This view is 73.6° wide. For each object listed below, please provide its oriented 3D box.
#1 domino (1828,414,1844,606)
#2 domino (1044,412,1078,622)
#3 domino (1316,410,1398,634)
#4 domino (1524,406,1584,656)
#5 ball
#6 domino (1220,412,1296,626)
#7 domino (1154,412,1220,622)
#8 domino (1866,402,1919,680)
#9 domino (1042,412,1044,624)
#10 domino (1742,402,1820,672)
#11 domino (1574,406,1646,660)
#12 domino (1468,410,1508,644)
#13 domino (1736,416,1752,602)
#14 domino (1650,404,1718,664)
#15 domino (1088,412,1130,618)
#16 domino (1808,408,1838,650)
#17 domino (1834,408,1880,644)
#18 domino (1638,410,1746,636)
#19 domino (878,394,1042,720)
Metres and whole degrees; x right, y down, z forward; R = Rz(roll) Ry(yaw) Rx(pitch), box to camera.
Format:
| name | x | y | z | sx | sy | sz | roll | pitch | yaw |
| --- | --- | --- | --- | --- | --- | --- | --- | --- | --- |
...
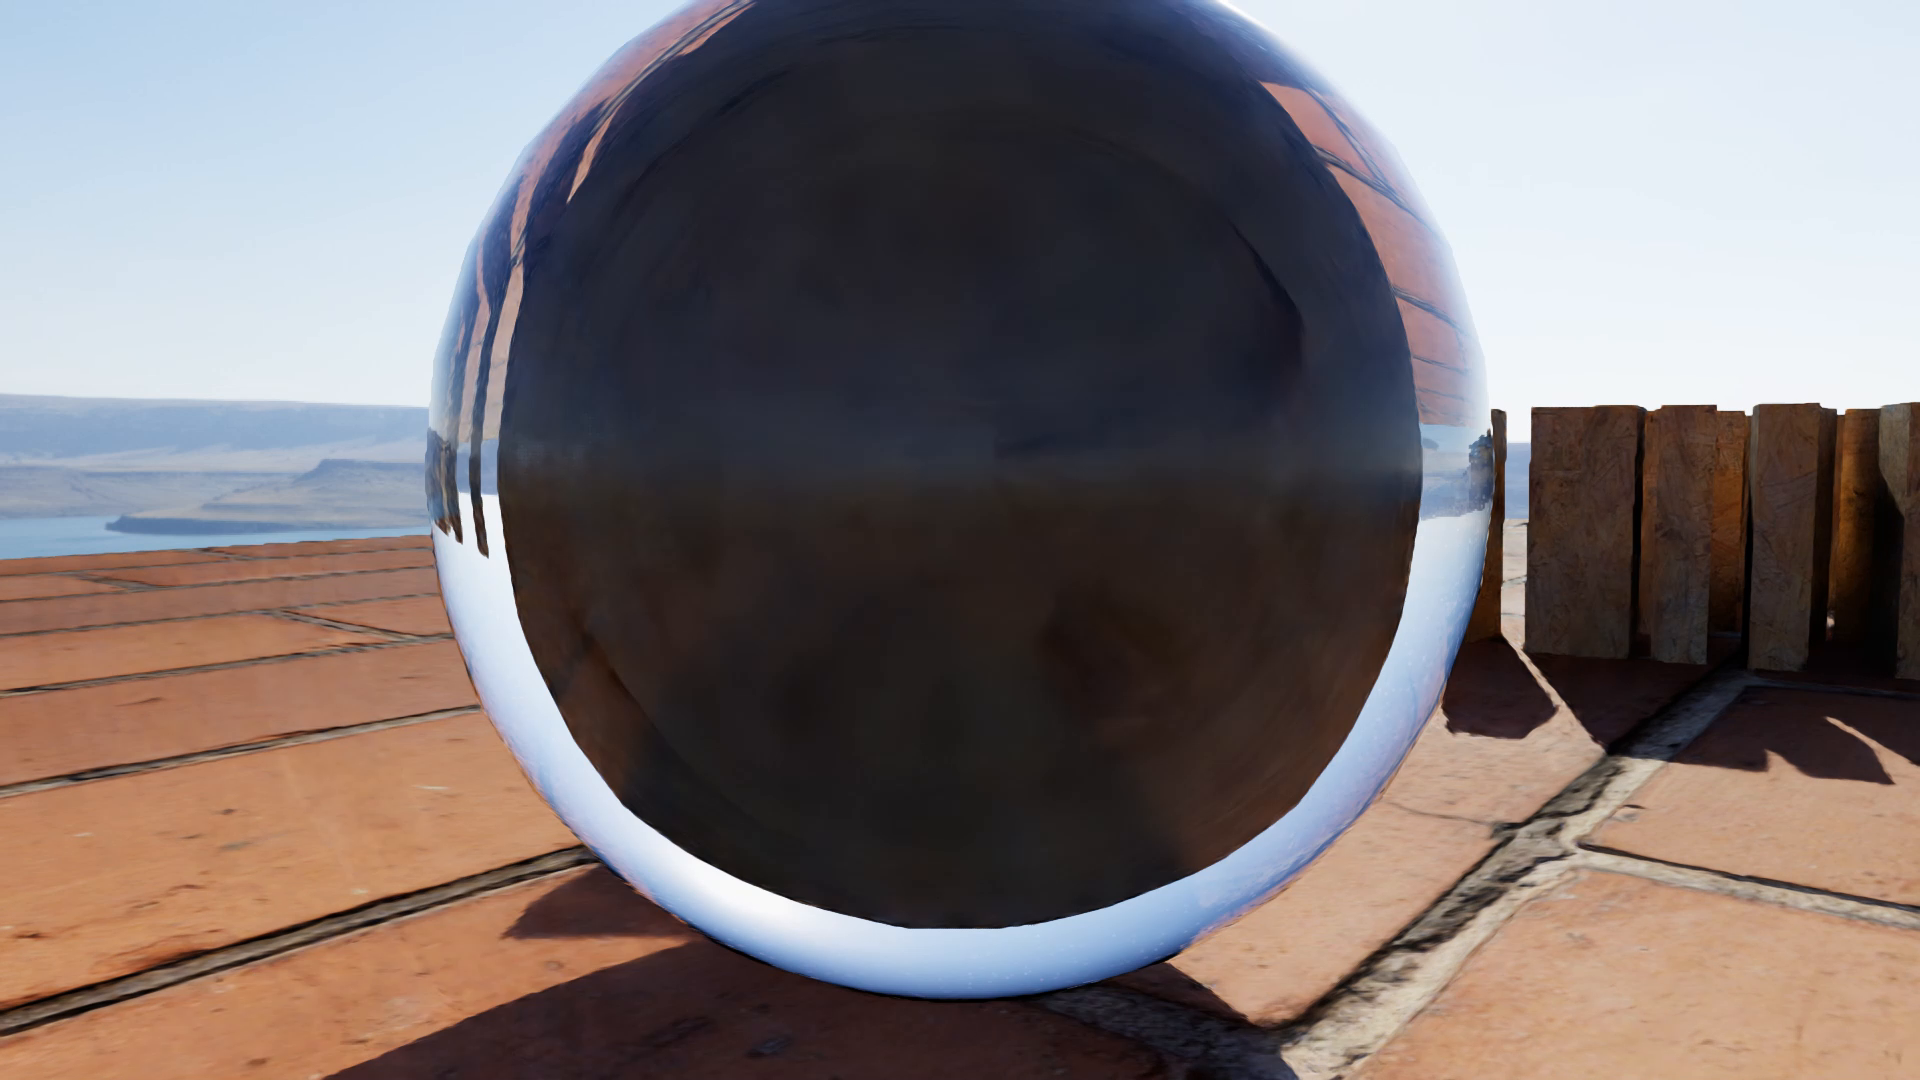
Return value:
| name | x | y | z | sx | sy | sz | roll | pitch | yaw |
| --- | --- | --- | --- | --- | --- | --- | --- | --- | --- |
| domino | 0.232 | -0.008 | 0.347 | 0.010 | 0.050 | 0.025 | 3 | 5 | 34 |
| domino | 0.016 | -0.006 | 0.318 | 0.025 | 0.050 | 0.010 | 4 | 6 | 44 |
| domino | 0.092 | -0.005 | 0.297 | 0.010 | 0.050 | 0.025 | 3 | 5 | 35 |
| domino | 0.126 | -0.003 | 0.269 | 0.009 | 0.050 | 0.025 | 3 | 5 | 30 |
| ball | 0.000 | -0.005 | 0.103 | 0.080 | 0.080 | 0.080 | 0 | 4 | 0 |
| domino | 0.072 | -0.006 | 0.310 | 0.010 | 0.050 | 0.025 | 3 | 5 | 32 |
| domino | 0.057 | -0.006 | 0.319 | 0.010 | 0.050 | 0.025 | 2 | 5 | 25 |
| domino | 0.180 | 0.000 | 0.241 | 0.010 | 0.050 | 0.025 | 2 | 5 | 25 |
| domino | 0.006 | -0.005 | 0.300 | 0.025 | 0.050 | 0.009 | 1 | 5 | 19 |
| domino | 0.160 | -0.001 | 0.251 | 0.009 | 0.050 | 0.025 | 2 | 5 | 29 |
| domino | 0.134 | -0.002 | 0.264 | 0.009 | 0.050 | 0.025 | 3 | 5 | 31 |
| domino | 0.111 | -0.004 | 0.282 | 0.009 | 0.050 | 0.025 | 3 | 5 | 38 |
| domino | 0.214 | -0.009 | 0.354 | 0.009 | 0.050 | 0.025 | 0 | 4 | 3 |
| domino | 0.146 | -0.002 | 0.259 | 0.009 | 0.050 | 0.025 | 2 | 5 | 29 |
| domino | 0.038 | -0.007 | 0.324 | 0.009 | 0.050 | 0.025 | 1 | 4 | 7 |
| domino | 0.176 | -0.003 | 0.271 | 0.010 | 0.050 | 0.025 | 4 | 6 | 43 |
| domino | 0.199 | -0.003 | 0.269 | 0.010 | 0.050 | 0.025 | -1 | 4 | -11 |
| domino | 0.164 | -0.004 | 0.292 | 0.025 | 0.050 | 0.010 | -2 | 5 | -21 |
| domino | 0.000 | 0.002 | 0.201 | 0.025 | 0.050 | 0.009 | 0 | 4 | 0 |
